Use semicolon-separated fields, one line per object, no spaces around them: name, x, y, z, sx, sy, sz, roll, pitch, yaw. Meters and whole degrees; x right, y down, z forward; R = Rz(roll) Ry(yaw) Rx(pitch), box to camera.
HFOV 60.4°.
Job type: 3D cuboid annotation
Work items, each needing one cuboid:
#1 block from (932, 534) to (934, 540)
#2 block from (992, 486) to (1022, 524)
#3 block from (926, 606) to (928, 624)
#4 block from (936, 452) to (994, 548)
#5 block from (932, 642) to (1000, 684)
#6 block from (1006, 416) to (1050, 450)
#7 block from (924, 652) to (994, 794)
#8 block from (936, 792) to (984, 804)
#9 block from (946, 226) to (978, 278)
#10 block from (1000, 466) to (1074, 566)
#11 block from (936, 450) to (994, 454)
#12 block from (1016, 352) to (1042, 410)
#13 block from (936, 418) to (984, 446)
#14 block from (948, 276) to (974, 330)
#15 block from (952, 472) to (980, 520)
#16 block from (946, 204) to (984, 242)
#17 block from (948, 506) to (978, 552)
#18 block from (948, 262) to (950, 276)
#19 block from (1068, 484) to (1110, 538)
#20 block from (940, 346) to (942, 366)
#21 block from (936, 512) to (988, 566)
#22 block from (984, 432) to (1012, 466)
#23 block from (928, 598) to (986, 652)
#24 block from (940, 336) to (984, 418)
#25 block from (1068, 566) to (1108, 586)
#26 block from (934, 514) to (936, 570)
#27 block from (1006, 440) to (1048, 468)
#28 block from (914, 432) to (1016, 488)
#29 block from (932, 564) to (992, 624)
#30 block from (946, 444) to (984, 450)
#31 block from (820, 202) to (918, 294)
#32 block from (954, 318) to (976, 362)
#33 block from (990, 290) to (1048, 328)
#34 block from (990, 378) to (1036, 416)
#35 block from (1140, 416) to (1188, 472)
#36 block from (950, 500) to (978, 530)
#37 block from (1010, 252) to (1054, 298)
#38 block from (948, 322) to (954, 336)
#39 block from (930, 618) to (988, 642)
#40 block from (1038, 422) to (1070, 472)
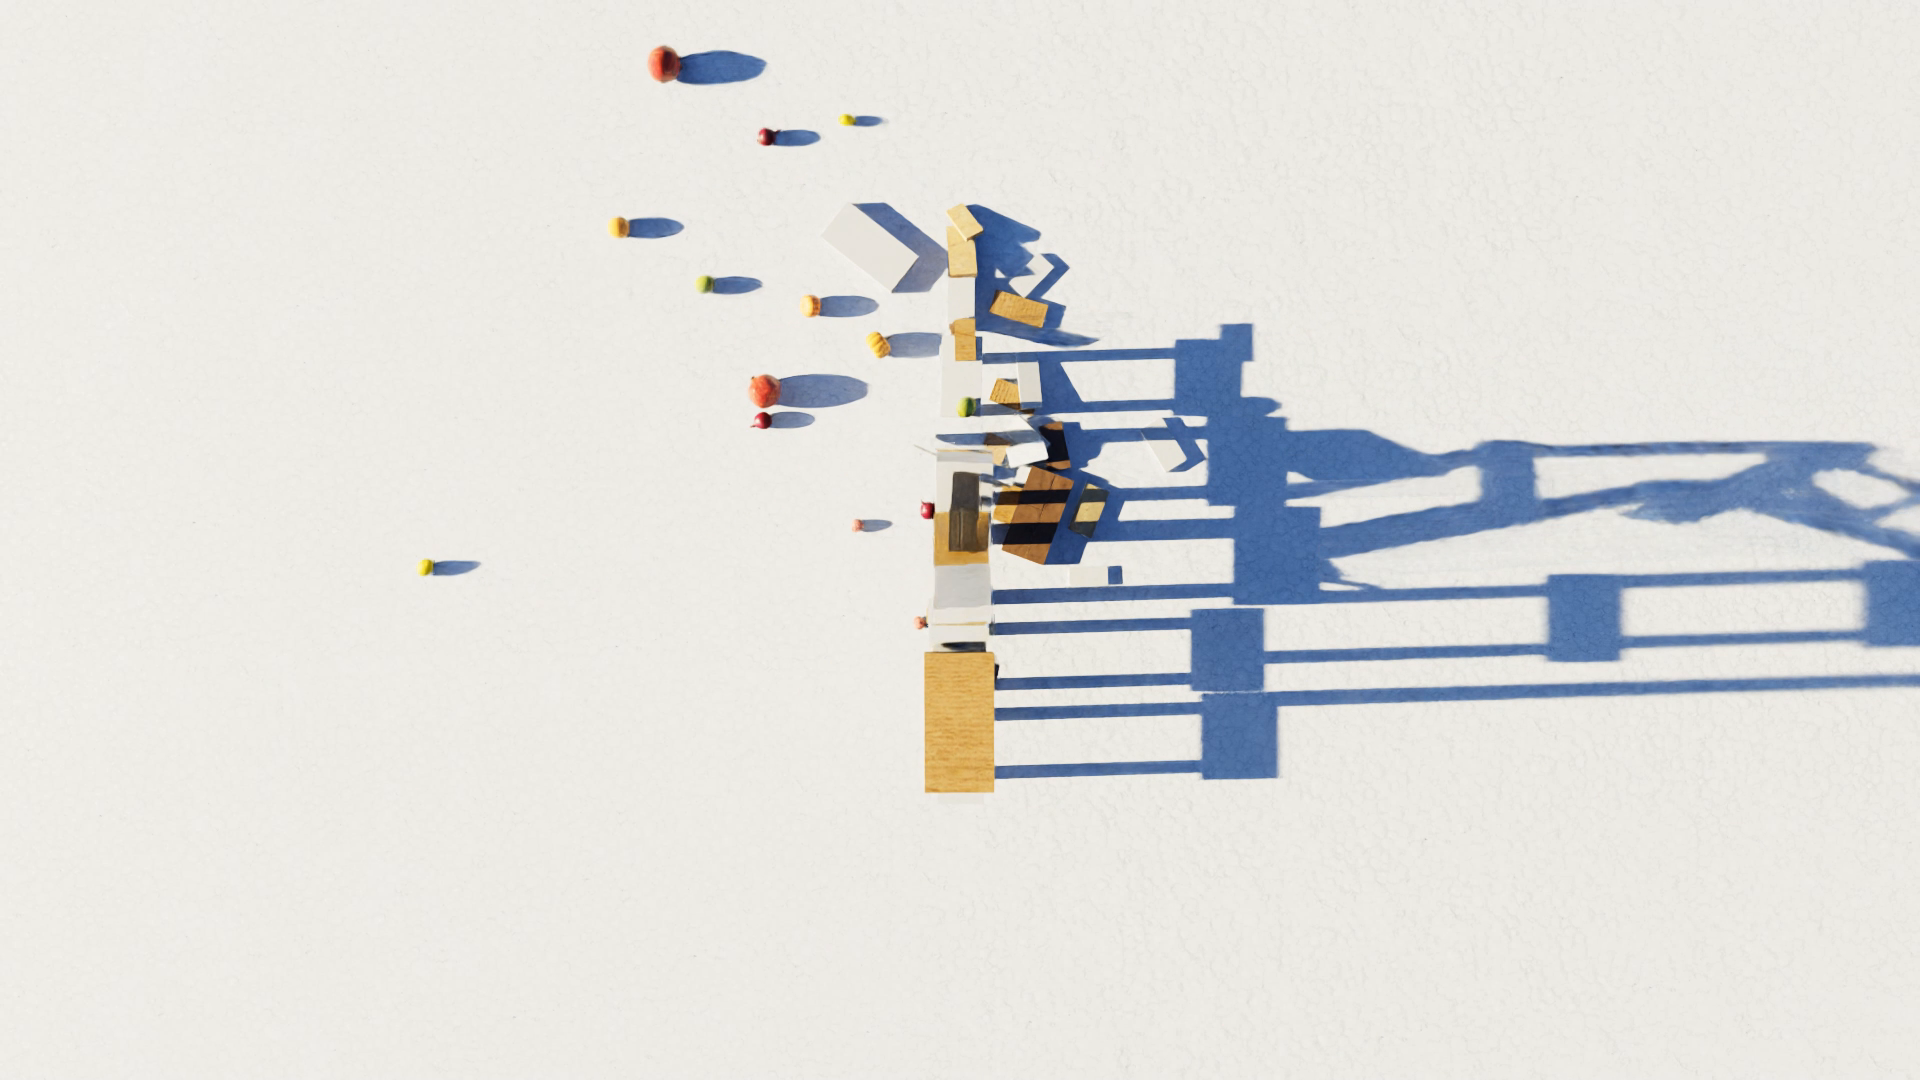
block;-0.002;-0.014;5.335;0.164;0.328;0.047;8;91;0
block;0.157;-0.121;5.491;0.064;0.018;0.129;20;90;0
block;-0.014;0.207;4.630;0.153;0.305;0.043;2;90;0
block;0.011;-0.112;4.625;0.157;0.044;0.314;2;133;0
block;0.011;0.315;4.263;0.171;0.343;0.049;12;90;0
block;0.226;-0.338;5.476;0.142;0.020;0.071;43;101;6
block;-0.002;0.449;4.067;0.171;0.049;0.343;0;90;0
block;0.000;0.682;5.189;0.145;0.041;0.291;0;90;0
block;0.005;-0.953;5.450;0.089;0.025;0.177;-4;73;-1
block;0.257;-0.081;5.479;0.149;0.042;0.298;20;90;0
block;0.014;-0.233;4.725;0.157;0.314;0.044;2;92;0
block;0.229;-0.530;5.473;0.071;0.020;0.190;-4;81;-4
block;-0.003;-0.234;5.180;0.149;0.042;0.299;0;90;0
block;0.003;-0.783;5.468;0.089;0.025;0.177;1;103;0
block;0.015;-0.122;4.482;0.074;0.021;0.149;3;51;-2
block;0.014;-1.052;5.460;0.066;0.019;0.131;-29;67;-13
block;0.007;-0.028;4.454;0.074;0.021;0.149;1;134;0
block;0.004;-0.900;5.487;0.089;0.025;0.177;0;90;0
block;0.428;-0.098;5.488;0.083;0.023;0.166;21;90;0
block;-0.001;-0.602;5.372;0.128;0.257;0.036;0;90;0
block;0.005;0.062;4.498;0.146;0.369;0.041;0;133;0
block;0.097;-0.267;5.488;0.083;0.023;0.166;26;90;0
block;-0.005;0.308;4.456;0.153;0.043;0.305;-2;90;0
block;0.005;-0.517;5.225;0.128;0.036;0.257;2;90;0
block;0.427;0.120;5.491;0.129;0.018;0.064;-2;90;0
block;0.001;0.085;5.148;0.164;0.047;0.329;0;90;0
block;0.222;-0.287;5.458;0.129;0.018;0.064;-14;95;10
block;0.015;-0.247;5.084;0.328;0.149;0.042;23;89;0
block;0.007;0.137;4.268;0.146;0.292;0.041;-3;111;2
block;0.014;-0.170;4.898;0.112;0.032;0.223;2;89;0
block;-0.300;-0.972;5.479;0.298;0.042;0.149;38;90;0
block;0.016;-0.630;5.198;0.066;0.019;0.131;-1;90;0
block;0.195;-0.769;5.489;0.182;0.022;0.077;17;90;0
block;0.182;-0.476;5.489;0.155;0.022;0.077;20;90;0
block;0.676;-0.317;5.488;0.083;0.023;0.166;-32;90;0
block;0.010;-0.054;4.547;0.074;0.021;0.149;2;59;0
block;0.237;-0.880;5.490;0.071;0.020;0.142;44;90;0
block;0.005;-0.679;5.415;0.066;0.131;0.019;-21;130;4
block;-0.002;0.231;4.288;0.146;0.292;0.041;-2;92;0
block;0.315;-0.310;5.489;0.077;0.022;0.155;-12;90;0
